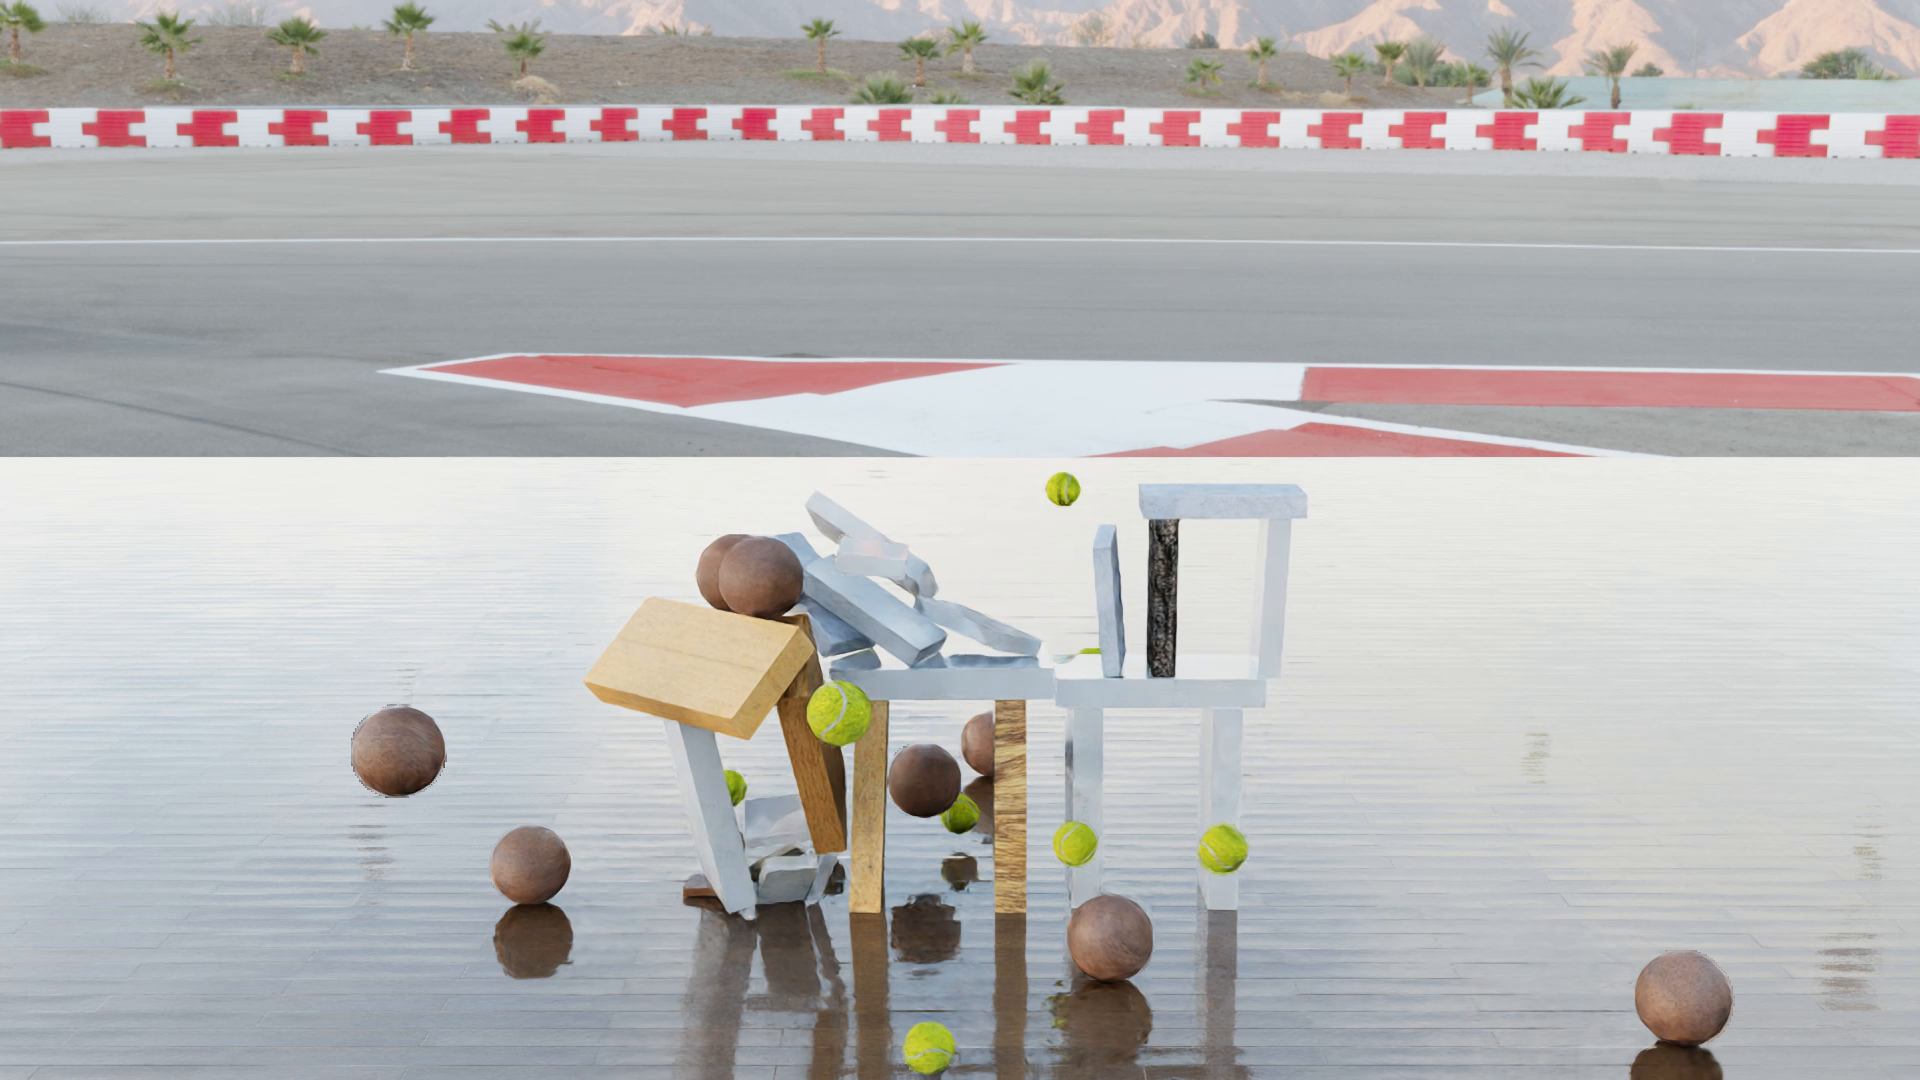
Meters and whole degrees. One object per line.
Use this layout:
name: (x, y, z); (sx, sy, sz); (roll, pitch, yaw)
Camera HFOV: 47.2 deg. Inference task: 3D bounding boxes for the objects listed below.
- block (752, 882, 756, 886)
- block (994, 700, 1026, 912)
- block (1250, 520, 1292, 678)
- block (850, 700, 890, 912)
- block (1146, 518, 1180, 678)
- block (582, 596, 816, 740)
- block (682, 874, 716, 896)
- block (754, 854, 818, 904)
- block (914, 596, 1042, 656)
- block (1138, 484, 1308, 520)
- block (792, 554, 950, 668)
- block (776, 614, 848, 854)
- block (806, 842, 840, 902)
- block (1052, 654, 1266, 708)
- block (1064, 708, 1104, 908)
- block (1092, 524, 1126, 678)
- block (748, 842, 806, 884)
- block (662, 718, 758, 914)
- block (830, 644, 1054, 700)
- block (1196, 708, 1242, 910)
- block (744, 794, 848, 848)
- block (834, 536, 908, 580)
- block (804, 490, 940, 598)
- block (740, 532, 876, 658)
block: (-0.331, 0.580, 3.685); (0.095, 0.014, 0.048); (-2, 11, -13)
block: (0.082, 0.415, 3.633); (0.050, 0.356, 0.178); (0, 11, 0)
block: (0.505, 0.083, 3.580); (0.037, 0.259, 0.130); (3, 10, 1)
block: (-0.148, 0.415, 3.633); (0.050, 0.356, 0.178); (2, 11, 0)
block: (0.330, 0.082, 3.584); (0.037, 0.259, 0.130); (0, 10, 0)
block: (-0.399, 0.189, 3.327); (0.353, 0.050, 0.176); (9, 54, 43)
block: (-0.409, 0.574, 3.664); (0.095, 0.014, 0.048); (-5, 20, 14)
block: (-0.283, 0.550, 3.560); (0.082, 0.023, 0.165); (-2, -27, -14)
block: (0.027, 0.142, 3.618); (0.202, 0.029, 0.101); (22, 7, 42)
block: (0.422, -0.063, 3.553); (0.259, 0.037, 0.130); (0, 10, 1)
block: (-0.145, 0.113, 3.590); (0.241, 0.034, 0.121); (34, 21, 14)
block: (-0.230, 0.304, 3.412); (0.050, 0.353, 0.176); (-8, 42, 3)
block: (-0.223, 0.508, 3.606); (0.023, 0.165, 0.082); (10, 39, -16)
block: (0.324, 0.232, 3.619); (0.338, 0.048, 0.169); (0, 11, 0)
block: (0.205, 0.422, 3.651); (0.048, 0.338, 0.169); (0, 11, -1)
block: (0.241, 0.098, 3.547); (0.029, 0.224, 0.101); (-2, 21, 11)
block: (-0.304, 0.536, 3.640); (0.095, 0.048, 0.014); (-30, 50, 4)
block: (-0.421, 0.373, 3.556); (0.050, 0.432, 0.176); (-17, 20, -15)
block: (-0.033, 0.214, 3.596); (0.356, 0.050, 0.178); (0, 11, -3)
block: (0.429, 0.423, 3.643); (0.048, 0.338, 0.169); (0, 11, 0)
block: (-0.264, 0.448, 3.542); (0.165, 0.023, 0.082); (-7, 42, 2)
block: (-0.131, 0.026, 3.288); (0.101, 0.029, 0.203); (6, 7, -1)
block: (-0.149, 0.013, 3.720); (0.241, 0.034, 0.121); (33, -13, 19)
block: (-0.246, 0.088, 3.641); (0.121, 0.034, 0.241); (-9, 52, -50)
